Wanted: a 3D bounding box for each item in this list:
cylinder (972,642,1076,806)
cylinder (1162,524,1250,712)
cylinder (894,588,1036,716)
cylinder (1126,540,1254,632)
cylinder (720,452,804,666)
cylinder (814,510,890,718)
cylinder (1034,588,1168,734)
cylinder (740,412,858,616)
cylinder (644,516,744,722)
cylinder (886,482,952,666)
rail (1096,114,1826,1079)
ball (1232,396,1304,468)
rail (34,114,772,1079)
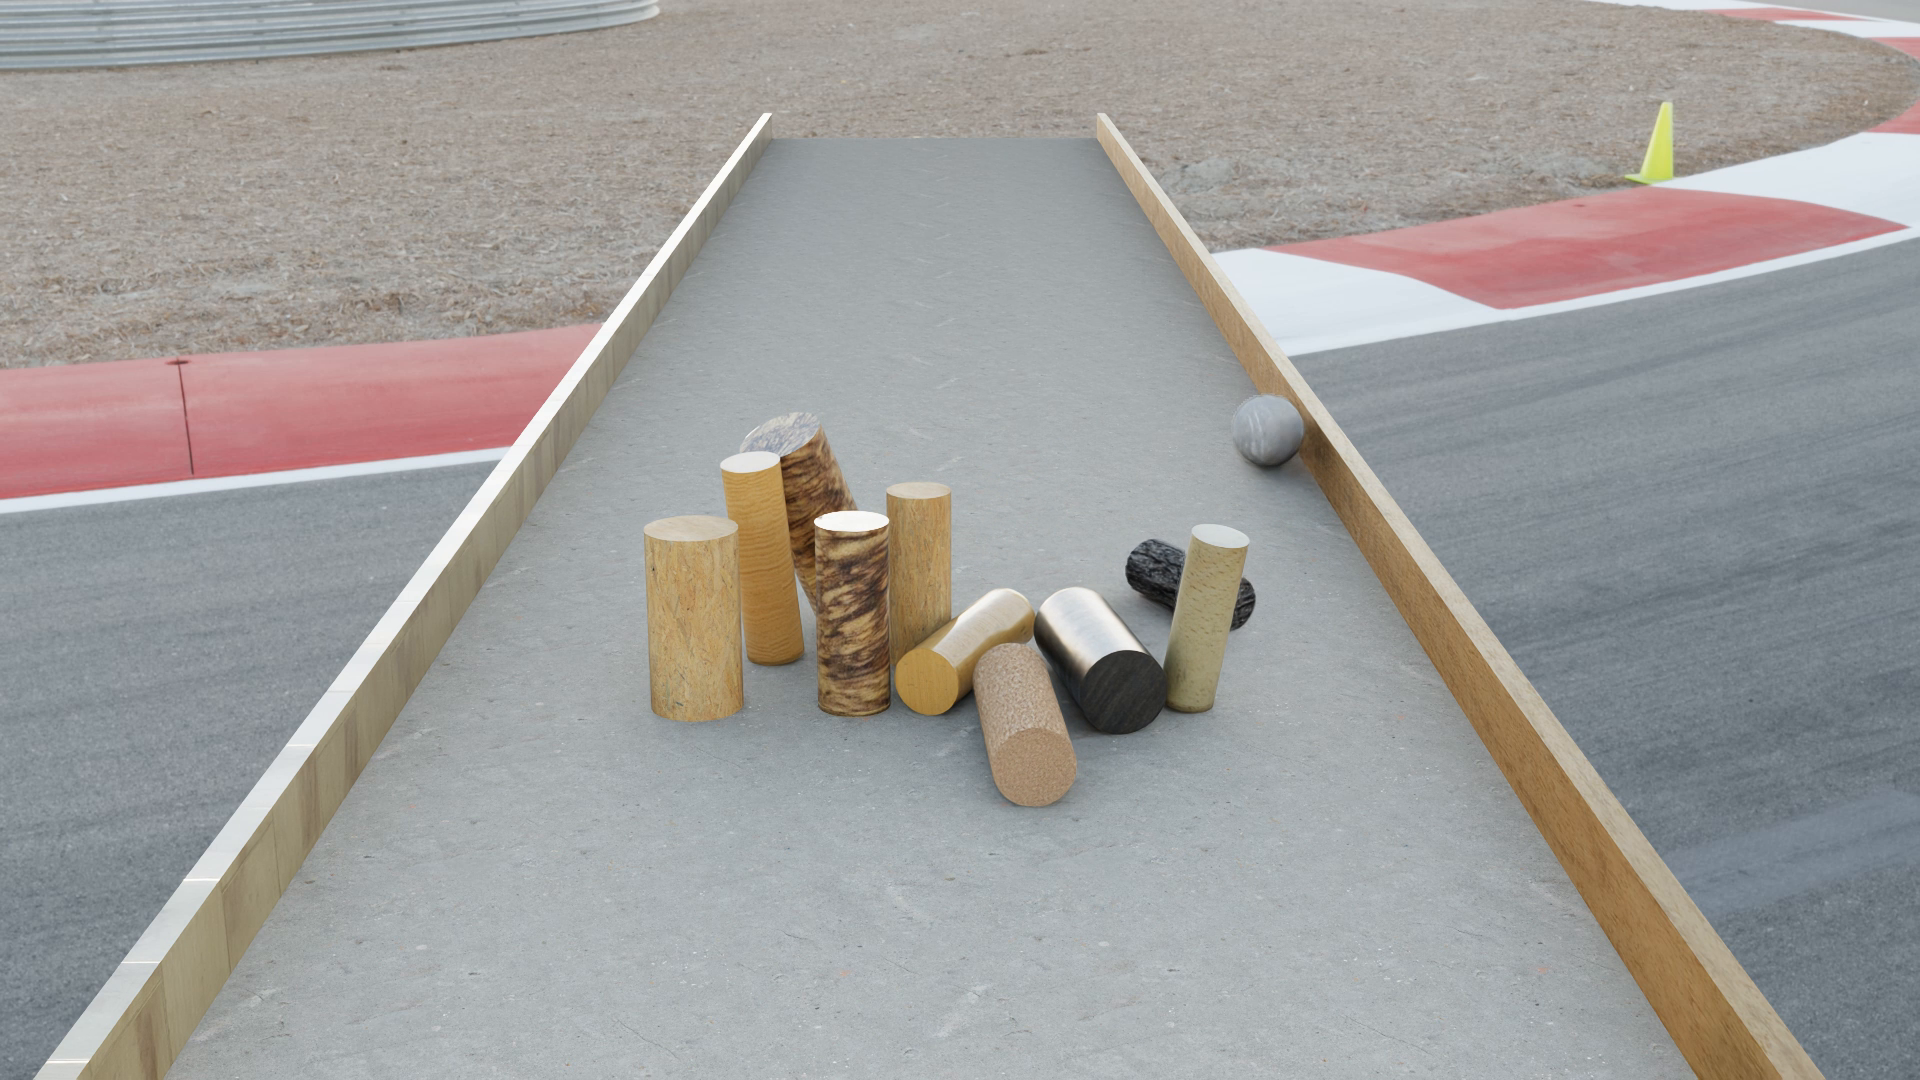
[{"bbox_3d":[0.110,0.321,3.898,0.143,0.143,0.432,-1,17,-4],"label":"cylinder"},{"bbox_3d":[0.453,0.147,4.111,0.108,0.340,0.108,8,23,-3],"label":"cylinder"},{"bbox_3d":[0.015,0.213,4.282,0.131,0.131,0.401,7,18,22],"label":"cylinder"},{"bbox_3d":[0.489,0.095,4.693,0.121,0.121,0.304,-9,19,-28],"label":"cylinder"},{"bbox_3d":[-0.390,0.038,4.356,0.116,0.412,0.116,-5,22,2],"label":"cylinder"},{"bbox_3d":[-0.201,0.139,4.126,0.138,0.362,0.138,0,17,0],"label":"cylinder"},{"bbox_3d":[0.262,0.225,4.183,0.164,0.164,0.378,-3,17,-11],"label":"cylinder"},{"bbox_3d":[-0.290,-0.033,4.513,0.172,0.438,0.172,-16,31,10],"label":"cylinder"},{"bbox_3d":[-0.498,0.145,4.125,0.175,0.350,0.175,0,17,0],"label":"cylinder"},{"bbox_3d":[-0.081,0.071,4.372,0.128,0.352,0.128,0,17,0],"label":"cylinder"},{"bbox_3d":[0.932,-0.844,7.801,0.050,0.150,12.000,0,17,-1],"label":"rail"},{"bbox_3d":[0.823,-0.290,5.868,0.190,0.190,0.190,0,17,0],"label":"ball"},{"bbox_3d":[-1.118,-0.838,7.780,0.050,0.150,12.000,0,17,-1],"label":"rail"}]
